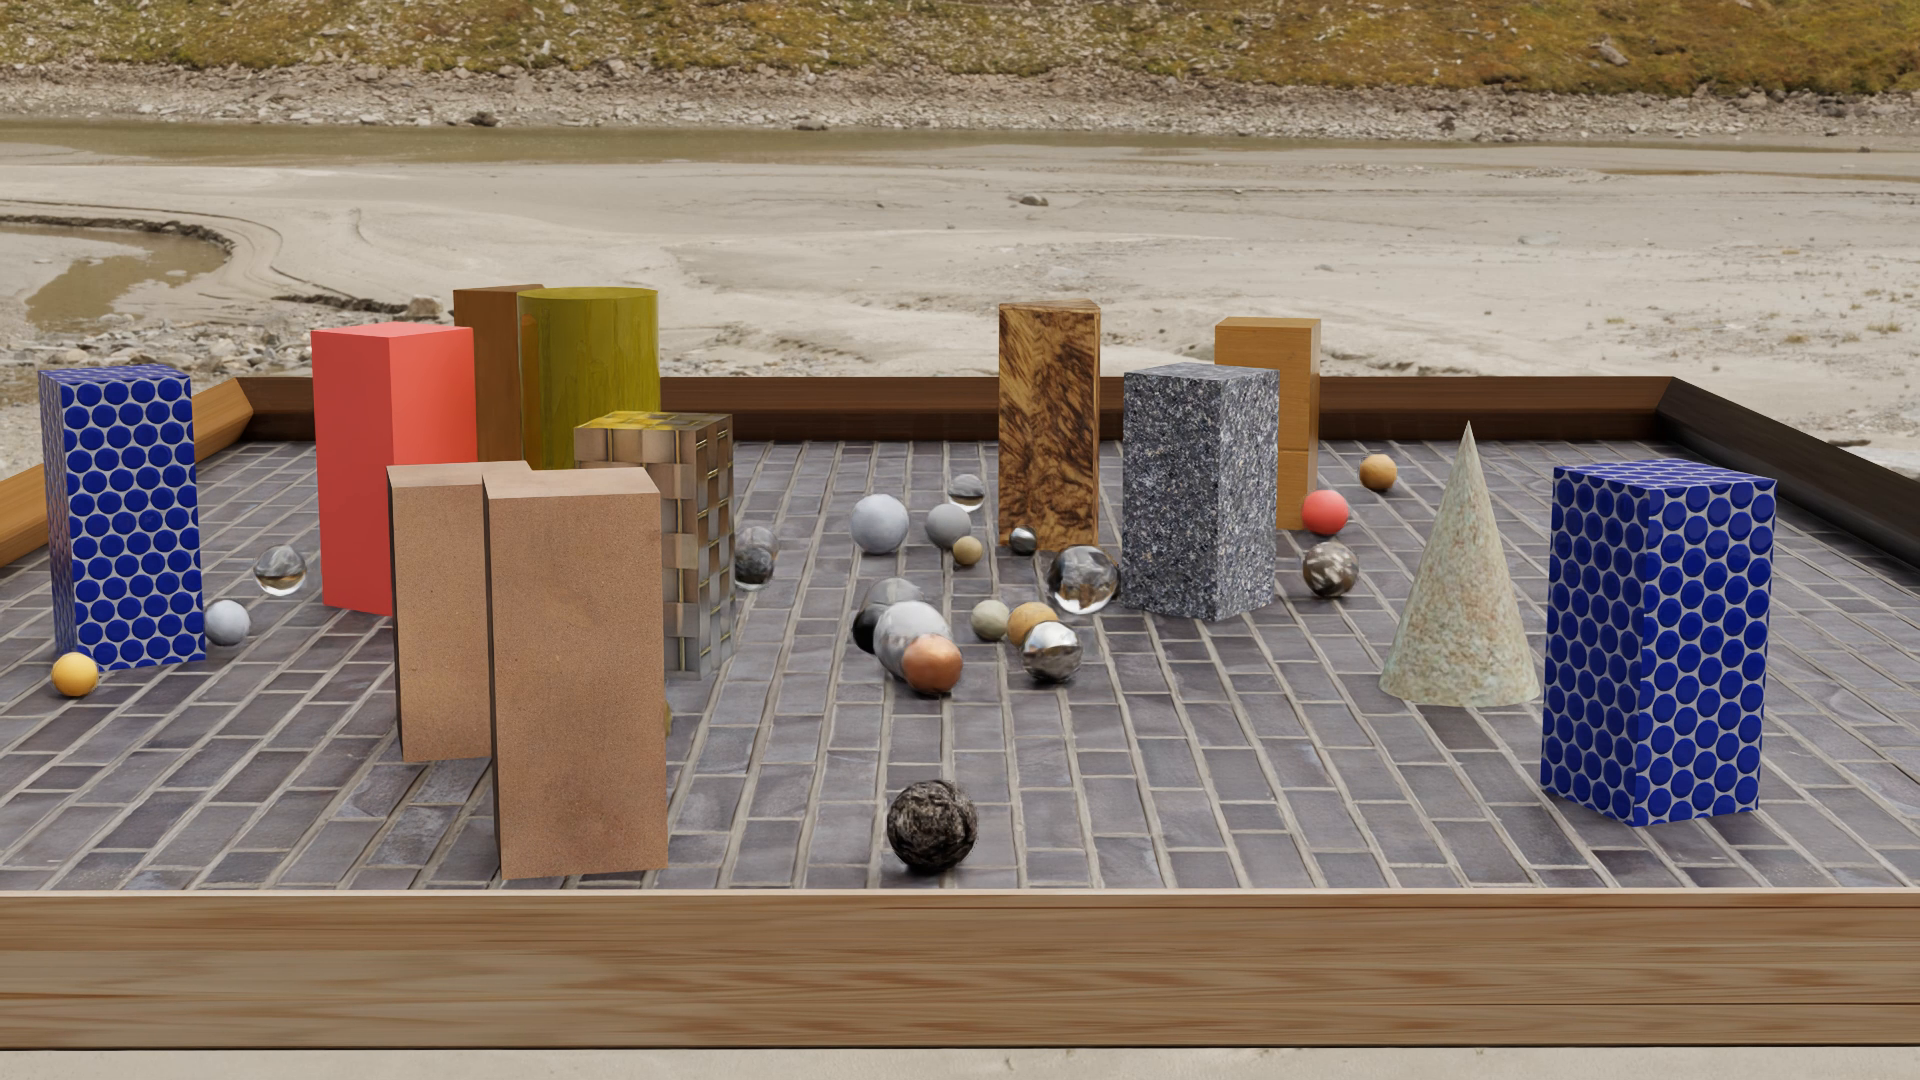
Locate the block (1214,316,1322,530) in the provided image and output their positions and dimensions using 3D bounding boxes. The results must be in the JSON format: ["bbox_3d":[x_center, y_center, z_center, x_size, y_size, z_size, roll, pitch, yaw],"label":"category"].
[{"bbox_3d":[0.490,-0.189,4.098,0.150,0.319,0.150,3,11,13],"label":"block"}]

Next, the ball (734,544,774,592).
[{"bbox_3d":[-0.291,0.038,3.571,0.066,0.066,0.066,0,11,0],"label":"ball"}]

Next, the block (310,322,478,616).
[{"bbox_3d":[-0.760,-0.099,3.468,0.150,0.373,0.150,7,13,34],"label":"block"}]

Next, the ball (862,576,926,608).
[{"bbox_3d":[-0.084,0.088,3.255,0.083,0.083,0.083,0,11,0],"label":"ball"}]

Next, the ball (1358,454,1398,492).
[{"bbox_3d":[0.716,-0.116,4.396,0.066,0.066,0.066,0,11,0],"label":"ball"}]

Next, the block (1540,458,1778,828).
[{"bbox_3d":[0.688,0.097,2.539,0.150,0.329,0.150,-5,11,-23],"label":"block"}]

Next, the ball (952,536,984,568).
[{"bbox_3d":[0.011,0.017,3.741,0.045,0.045,0.045,0,11,0],"label":"ball"}]

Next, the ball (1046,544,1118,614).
[{"bbox_3d":[0.162,0.052,3.420,0.094,0.094,0.094,0,11,0],"label":"ball"}]

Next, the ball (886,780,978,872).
[{"bbox_3d":[-0.025,0.260,2.336,0.083,0.083,0.083,0,11,0],"label":"ball"}]

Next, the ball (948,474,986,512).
[{"bbox_3d":[0.011,-0.078,4.201,0.063,0.063,0.063,0,11,0],"label":"ball"}]

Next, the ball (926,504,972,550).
[{"bbox_3d":[-0.017,-0.021,3.879,0.069,0.069,0.069,0,11,0],"label":"ball"}]

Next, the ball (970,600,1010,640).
[{"bbox_3d":[0.040,0.102,3.268,0.052,0.052,0.052,0,11,0],"label":"ball"}]

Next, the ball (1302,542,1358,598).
[{"bbox_3d":[0.510,0.041,3.528,0.077,0.077,0.077,0,11,0],"label":"ball"}]

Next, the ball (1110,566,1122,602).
[{"bbox_3d":[0.204,0.060,3.496,0.051,0.051,0.051,0,11,0],"label":"ball"}]

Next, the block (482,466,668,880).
[{"bbox_3d":[-0.356,0.119,2.370,0.150,0.348,0.150,-2,11,-12],"label":"block"}]

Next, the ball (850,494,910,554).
[{"bbox_3d":[-0.121,-0.024,3.842,0.090,0.090,0.090,0,11,0],"label":"ball"}]

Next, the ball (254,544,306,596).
[{"bbox_3d":[-0.938,0.041,3.541,0.071,0.071,0.071,0,11,0],"label":"ball"}]

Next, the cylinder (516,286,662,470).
[{"bbox_3d":[-0.496,-0.122,3.460,0.188,0.422,0.188,0,11,0],"label":"cylinder"}]

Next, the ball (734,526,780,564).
[{"bbox_3d":[-0.294,0.014,3.695,0.069,0.069,0.069,0,11,0],"label":"ball"}]

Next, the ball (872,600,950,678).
[{"bbox_3d":[-0.058,0.119,3.064,0.093,0.093,0.093,0,11,0],"label":"ball"}]

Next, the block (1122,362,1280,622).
[{"bbox_3d":[0.323,-0.069,3.453,0.150,0.319,0.150,8,13,36],"label":"block"}]

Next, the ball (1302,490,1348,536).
[{"bbox_3d":[0.567,-0.043,3.987,0.073,0.073,0.073,0,11,0],"label":"ball"}]

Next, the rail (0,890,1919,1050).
[{"bbox_3d":[0.009,0.315,1.929,2.796,0.122,0.045,0,11,0],"label":"rail"}]

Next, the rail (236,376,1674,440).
[{"bbox_3d":[-0.009,-0.252,4.970,2.796,0.122,0.045,0,11,0],"label":"rail"}]

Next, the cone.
[{"bbox_3d":[0.588,0.017,2.995,0.188,0.319,0.188,0,11,0],"label":"cone"}]

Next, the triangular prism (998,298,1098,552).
[{"bbox_3d":[0.162,-0.177,3.902,0.163,0.368,0.141,5,12,26],"label":"triangular prism"}]

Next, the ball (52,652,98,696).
[{"bbox_3d":[-1.028,0.156,2.979,0.051,0.051,0.051,0,11,0],"label":"ball"}]

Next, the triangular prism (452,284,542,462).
[{"bbox_3d":[-0.701,-0.219,4.113,0.163,0.372,0.141,3,11,16],"label":"triangular prism"}]

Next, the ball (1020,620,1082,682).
[{"bbox_3d":[0.108,0.132,3.043,0.075,0.075,0.075,0,11,0],"label":"ball"}]

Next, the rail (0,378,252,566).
[{"bbox_3d":[-1.374,0.033,3.442,0.045,0.122,3.141,0,11,0],"label":"rail"}]

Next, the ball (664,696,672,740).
[{"bbox_3d":[-0.348,0.189,2.695,0.090,0.090,0.090,0,11,0],"label":"ball"}]

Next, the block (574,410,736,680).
[{"bbox_3d":[-0.368,0.004,3.115,0.150,0.300,0.150,2,11,11],"label":"block"}]

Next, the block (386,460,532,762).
[{"bbox_3d":[-0.532,0.073,2.764,0.150,0.293,0.150,-3,11,-14],"label":"block"}]

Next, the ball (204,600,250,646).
[{"bbox_3d":[-0.908,0.104,3.177,0.058,0.058,0.058,0,11,0],"label":"ball"}]

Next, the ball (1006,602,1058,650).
[{"bbox_3d":[0.091,0.110,3.186,0.066,0.066,0.066,0,11,0],"label":"ball"}]

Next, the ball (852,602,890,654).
[{"bbox_3d":[-0.102,0.110,3.187,0.065,0.065,0.065,0,11,0],"label":"ball"}]

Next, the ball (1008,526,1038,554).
[{"bbox_3d":[0.095,0.000,3.835,0.043,0.043,0.043,0,11,0],"label":"ball"}]

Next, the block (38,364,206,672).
[{"bbox_3d":[-1.033,-0.030,3.161,0.150,0.352,0.150,-6,12,-29],"label":"block"}]

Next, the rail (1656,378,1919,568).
[{"bbox_3d":[1.374,0.030,3.457,0.045,0.122,3.141,0,11,0],"label":"rail"}]

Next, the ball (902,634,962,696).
[{"bbox_3d":[-0.033,0.145,2.985,0.072,0.072,0.072,0,11,0],"label":"ball"}]
